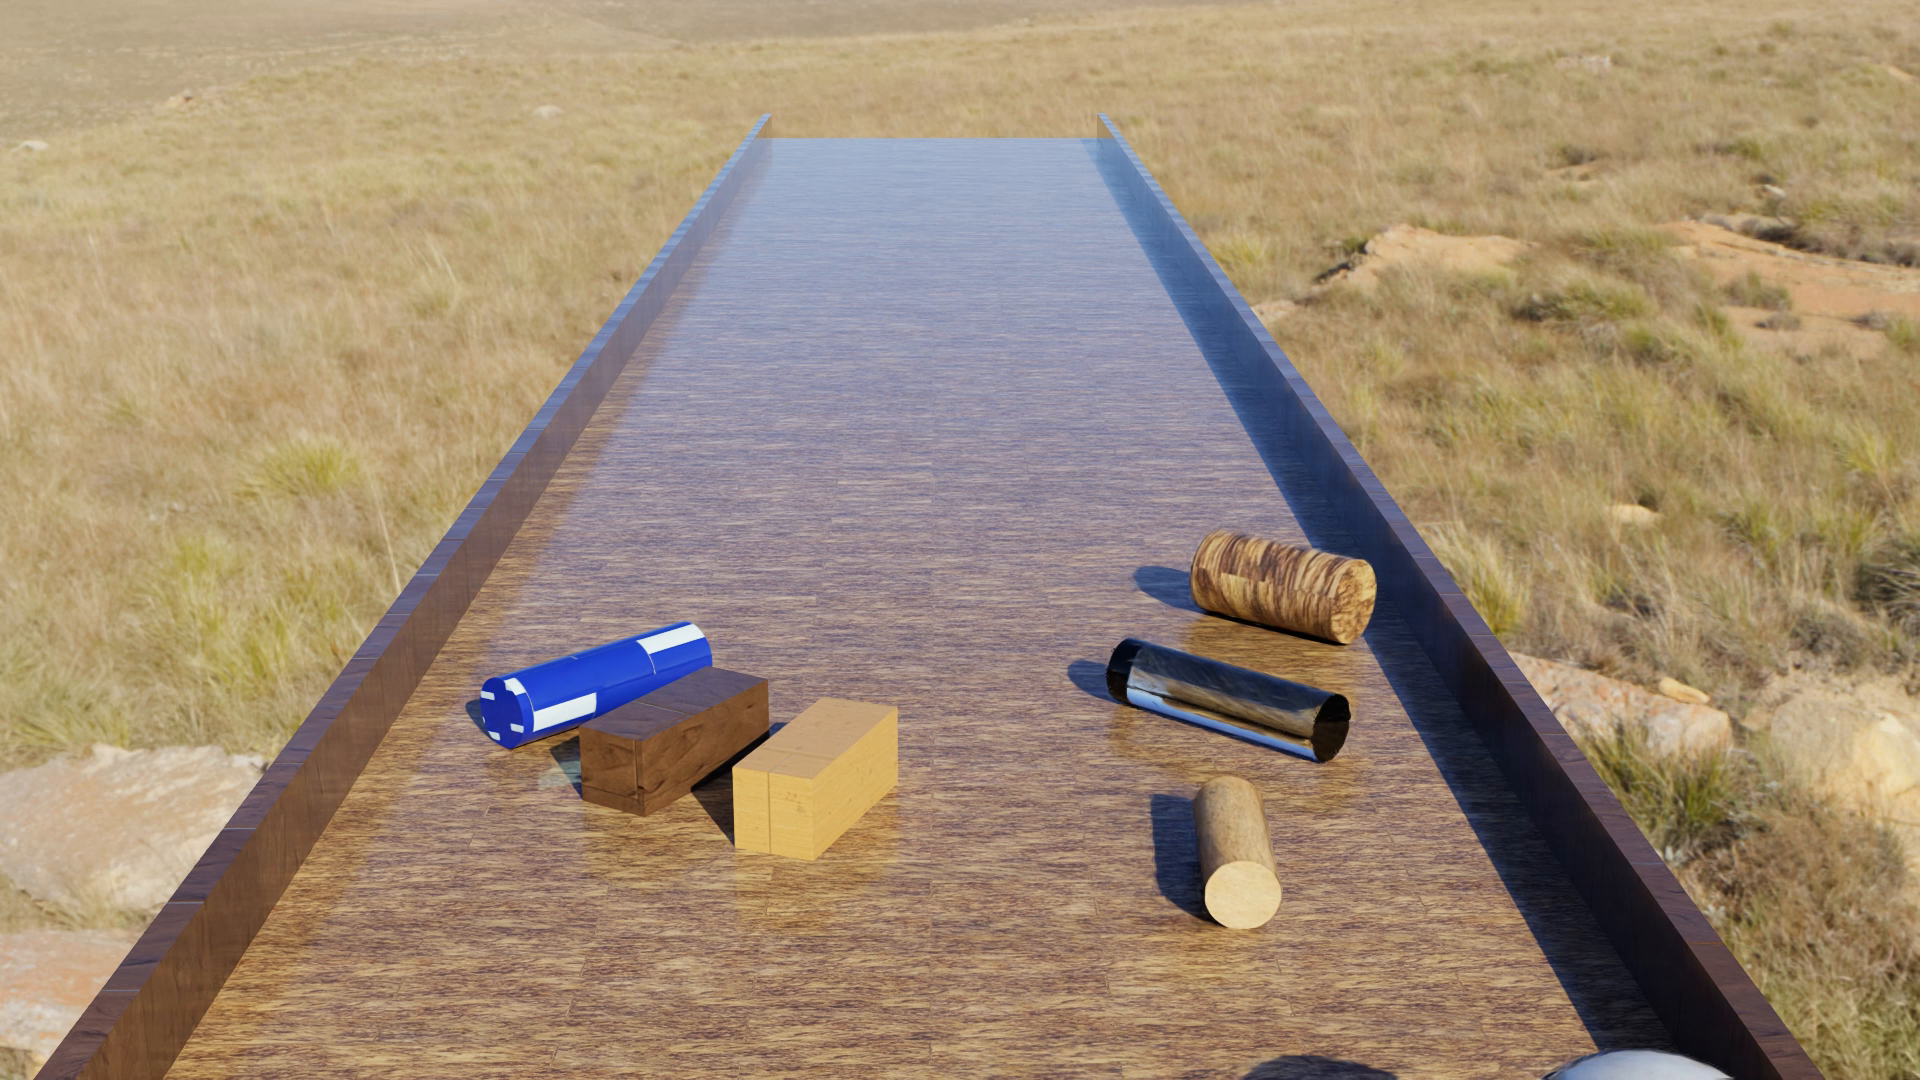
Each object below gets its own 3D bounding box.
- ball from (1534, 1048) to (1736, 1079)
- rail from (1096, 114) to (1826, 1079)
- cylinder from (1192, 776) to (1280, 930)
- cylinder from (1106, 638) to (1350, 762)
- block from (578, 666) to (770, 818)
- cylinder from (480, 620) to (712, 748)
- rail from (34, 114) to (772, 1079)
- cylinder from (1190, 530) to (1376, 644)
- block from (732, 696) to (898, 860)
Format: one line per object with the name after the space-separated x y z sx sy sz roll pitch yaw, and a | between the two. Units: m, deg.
0.700 0.701 2.248 0.354 0.354 0.354 0 17 0 | ball
0.932 -0.844 7.801 0.050 0.150 12.000 0 17 -1 | rail
0.426 0.481 3.413 0.112 0.112 0.321 1 17 3 | cylinder
0.487 0.289 4.038 0.456 0.124 0.124 14 22 40 | cylinder
-0.492 0.345 3.828 0.136 0.136 0.351 10 19 30 | block
-0.673 0.266 4.102 0.132 0.132 0.438 15 22 41 | cylinder
-1.118 -0.838 7.780 0.050 0.150 12.000 0 17 -1 | rail
0.673 0.096 4.597 0.345 0.176 0.176 14 21 38 | cylinder
-0.235 0.392 3.663 0.140 0.140 0.343 6 18 21 | block
